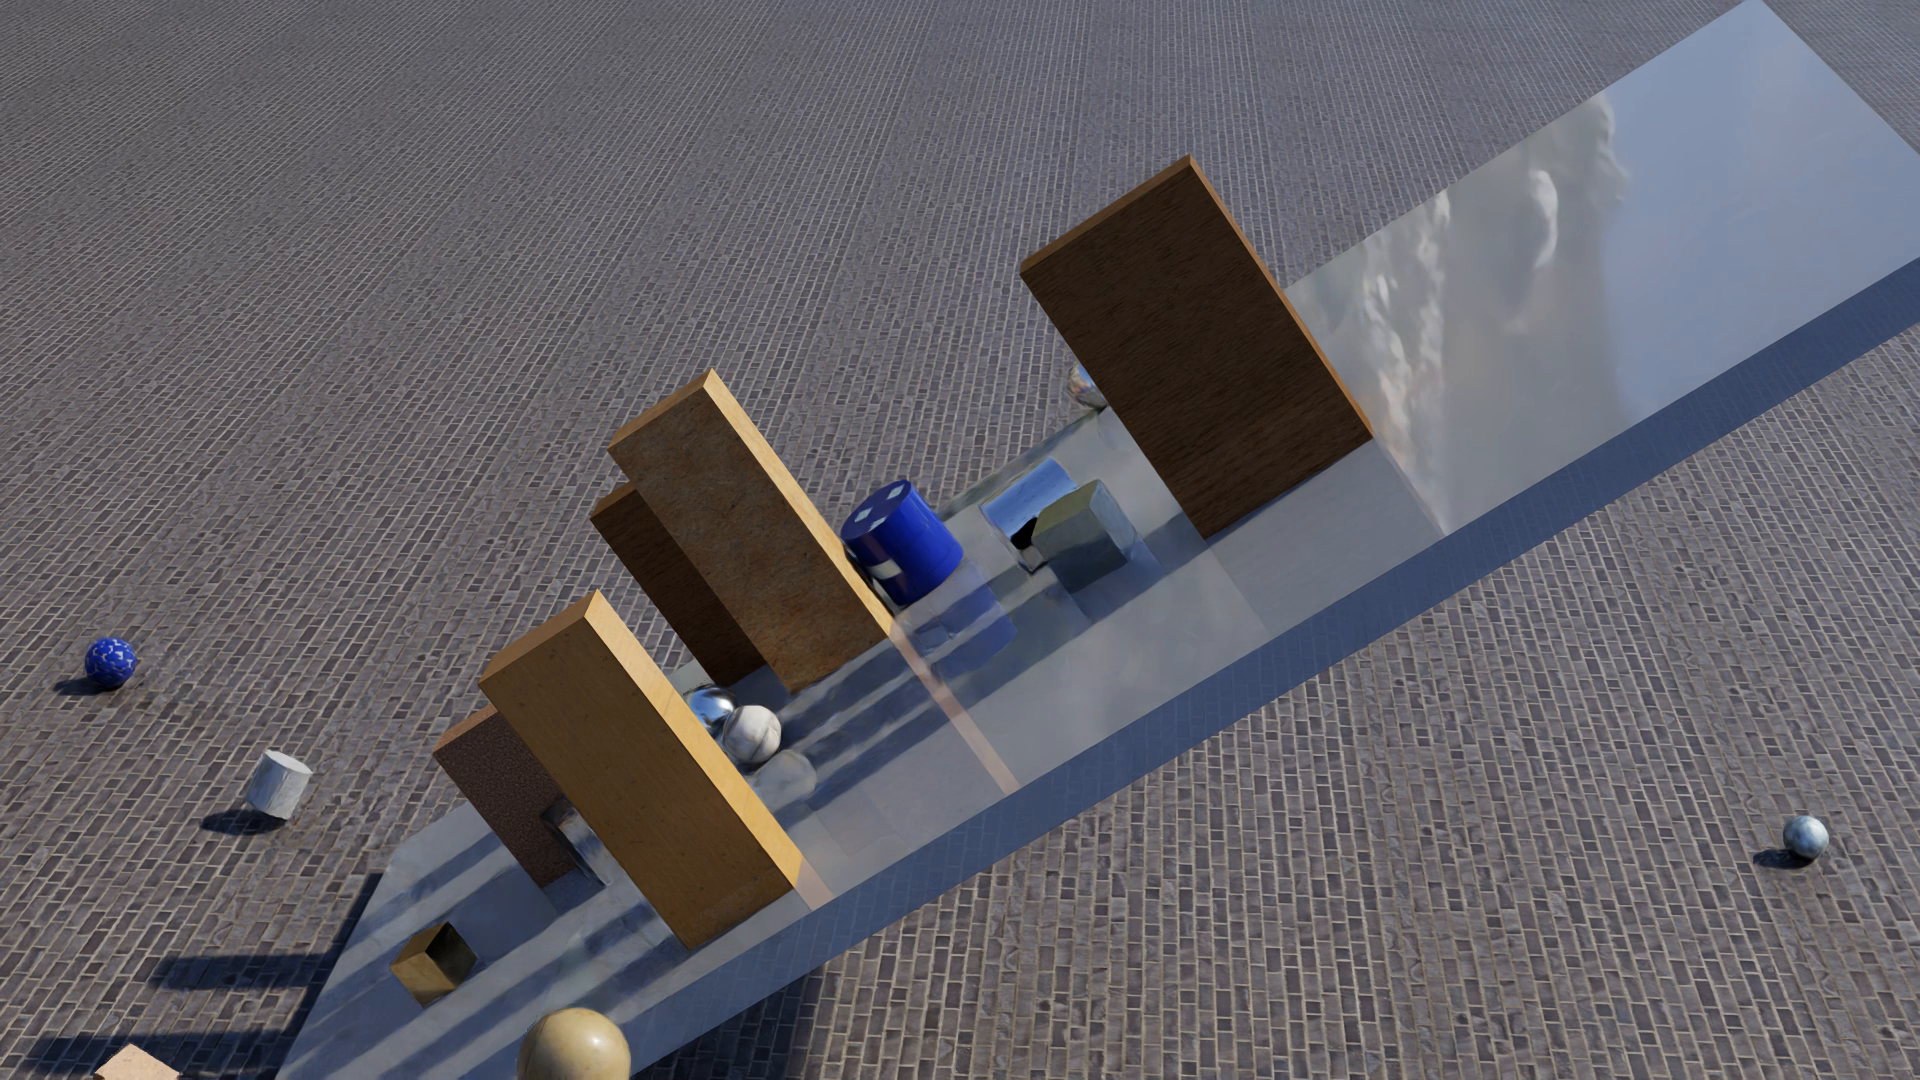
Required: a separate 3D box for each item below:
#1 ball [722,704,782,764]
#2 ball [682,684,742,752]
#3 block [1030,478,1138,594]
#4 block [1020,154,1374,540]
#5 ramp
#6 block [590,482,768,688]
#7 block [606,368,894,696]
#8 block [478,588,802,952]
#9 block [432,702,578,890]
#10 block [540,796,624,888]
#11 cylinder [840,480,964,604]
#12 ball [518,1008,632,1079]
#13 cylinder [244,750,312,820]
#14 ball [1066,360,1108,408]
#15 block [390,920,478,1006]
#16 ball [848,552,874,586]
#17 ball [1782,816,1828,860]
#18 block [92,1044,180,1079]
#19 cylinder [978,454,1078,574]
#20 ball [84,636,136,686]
[{"bbox_3d":[-0.452,0.422,6.393,0.130,0.130,0.130,0,21,0],"label":"ball"},{"bbox_3d":[-0.563,0.403,6.623,0.156,0.156,0.156,0,21,0],"label":"ball"},{"bbox_3d":[0.258,-0.008,6.108,0.147,0.147,0.147,-30,16,22],"label":"block"},{"bbox_3d":[0.466,-0.374,5.774,0.394,0.658,0.093,-32,16,15],"label":"block"},{"bbox_3d":[0.137,0.173,6.302,4.000,0.100,2.000,-32,16,15],"label":"ramp"},{"bbox_3d":[-0.602,0.062,7.030,0.288,0.530,0.127,-32,16,15],"label":"block"},{"bbox_3d":[-0.467,-0.015,6.627,0.267,0.708,0.137,-32,16,15],"label":"block"},{"bbox_3d":[-0.606,0.443,5.628,0.254,0.671,0.137,-32,16,15],"label":"block"},{"bbox_3d":[-0.933,0.536,6.576,0.294,0.401,0.106,-32,16,15],"label":"block"},{"bbox_3d":[-0.778,0.623,6.415,0.174,0.174,0.174,-40,16,-15],"label":"block"},{"bbox_3d":[-0.134,0.005,6.773,0.204,0.204,0.204,-34,21,14],"label":"cylinder"},{"bbox_3d":[-0.694,0.944,5.293,0.204,0.204,0.204,0,21,0],"label":"ball"},{"bbox_3d":[-1.855,0.665,8.000,0.138,0.138,0.138,27,3,-1],"label":"cylinder"},{"bbox_3d":[0.324,-0.384,7.119,0.132,0.132,0.132,0,21,0],"label":"ball"},{"bbox_3d":[-1.150,0.925,6.432,0.113,0.113,0.113,-27,18,30],"label":"block"},{"bbox_3d":[-0.280,0.105,6.820,0.163,0.163,0.163,0,21,0],"label":"ball"},{"bbox_3d":[2.245,0.791,7.809,0.117,0.117,0.117,0,21,0],"label":"ball"},{"bbox_3d":[-1.840,1.231,6.521,0.134,0.134,0.134,29,26,9],"label":"block"},{"bbox_3d":[0.169,-0.057,6.373,0.186,0.186,0.186,-37,29,-5],"label":"cylinder"},{"bbox_3d":[-2.562,0.367,8.864,0.151,0.151,0.151,0,21,0],"label":"ball"}]
